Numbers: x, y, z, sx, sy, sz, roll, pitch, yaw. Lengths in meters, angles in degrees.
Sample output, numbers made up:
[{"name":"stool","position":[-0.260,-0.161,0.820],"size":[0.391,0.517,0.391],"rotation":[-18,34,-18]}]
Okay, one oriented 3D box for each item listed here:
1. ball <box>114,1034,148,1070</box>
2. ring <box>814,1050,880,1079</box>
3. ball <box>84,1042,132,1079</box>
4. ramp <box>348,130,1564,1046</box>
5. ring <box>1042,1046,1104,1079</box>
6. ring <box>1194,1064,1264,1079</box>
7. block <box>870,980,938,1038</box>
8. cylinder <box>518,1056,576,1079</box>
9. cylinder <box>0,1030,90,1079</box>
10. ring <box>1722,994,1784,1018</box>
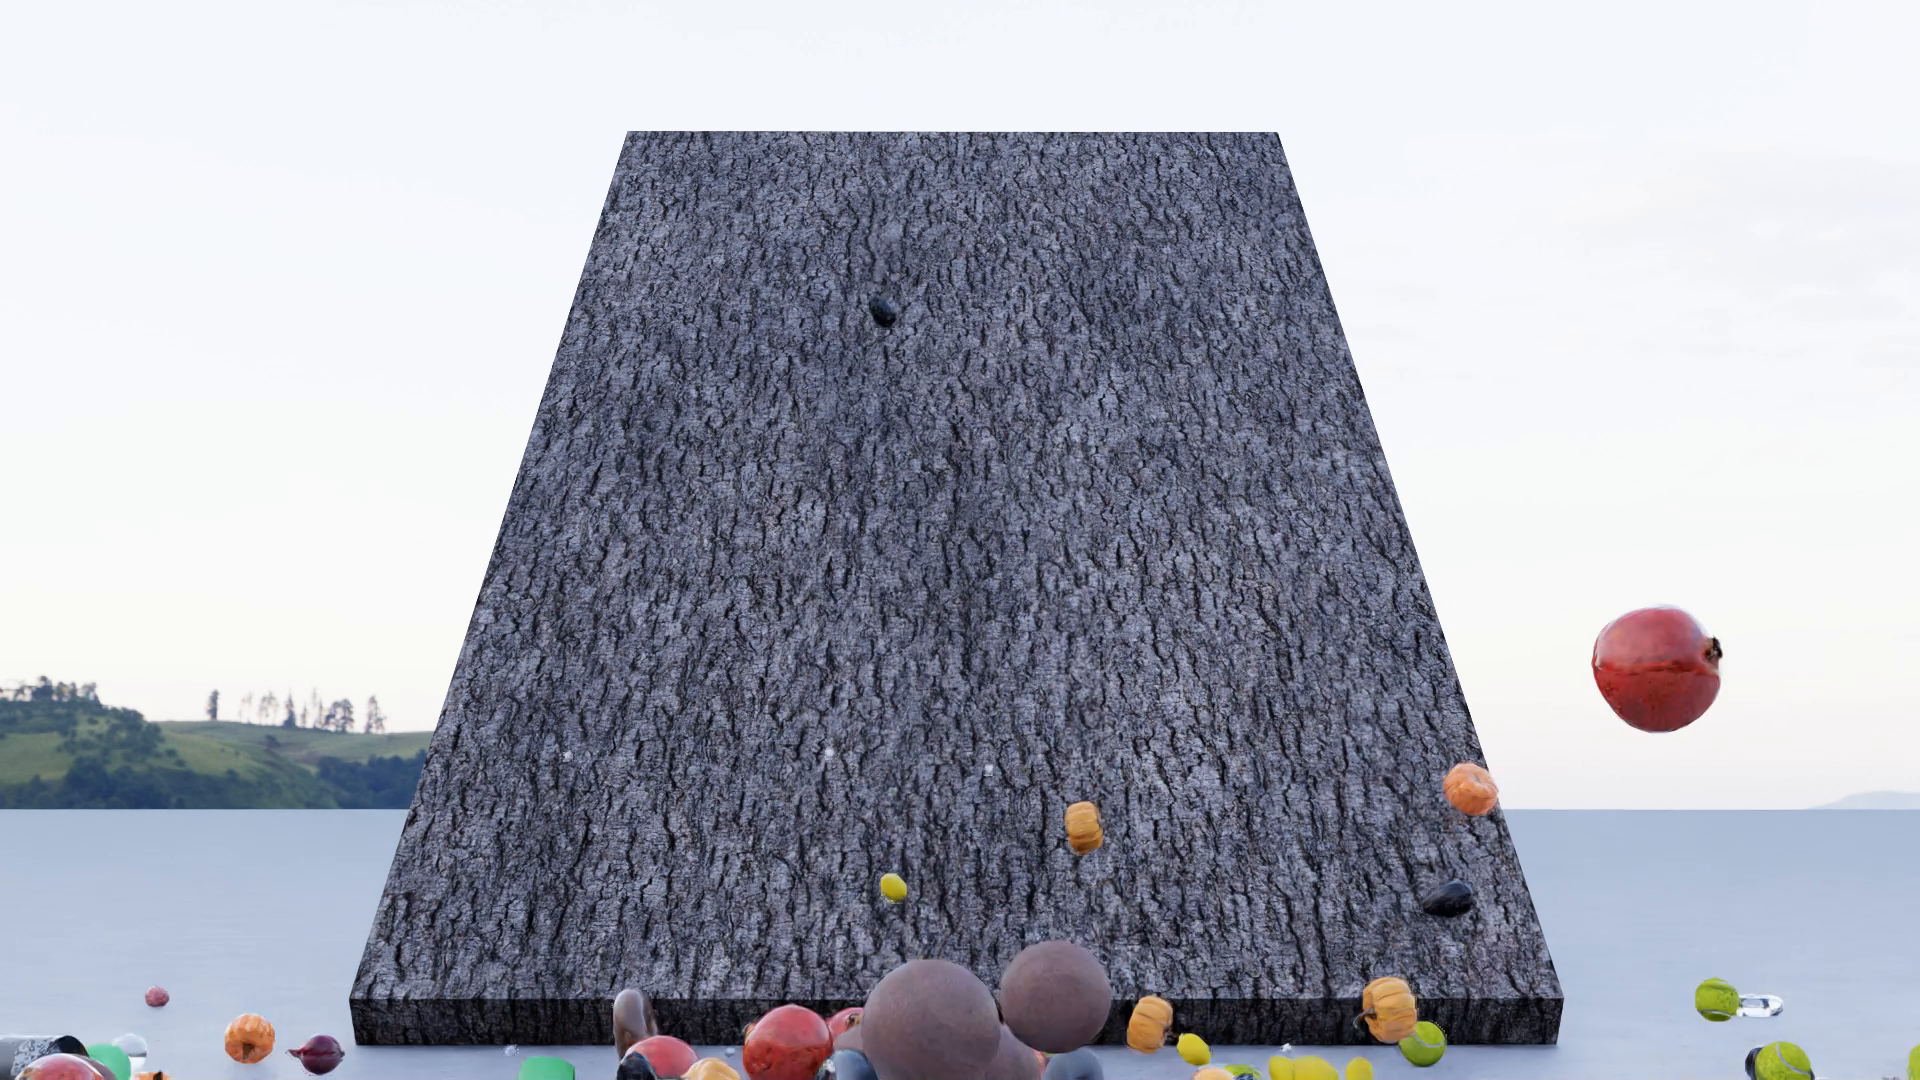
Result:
[{"name":"ball","position":[-1.249,0.770,3.634],"size":[0.055,0.055,0.055],"rotation":[0,-6,0]},{"name":"ring","position":[-0.120,0.597,2.494],"size":[0.048,0.143,0.143],"rotation":[11,-10,-23]},{"name":"ball","position":[-1.154,0.715,3.249],"size":[0.077,0.077,0.077],"rotation":[0,-6,0]},{"name":"ramp","position":[-0.013,-0.208,5.732],"size":[2.000,0.100,4.000],"rotation":[0,30,0]},{"name":"ring","position":[0.133,0.655,2.861],"size":[0.036,0.109,0.109],"rotation":[-1,-5,39]},{"name":"ring","position":[0.378,0.757,3.403],"size":[0.098,0.033,0.098],"rotation":[-1,-5,0]},{"name":"block","position":[-0.083,0.687,3.543],"size":[0.058,0.058,0.058],"rotation":[-15,25,47]},{"name":"cylinder","position":[-0.503,0.669,2.925],"size":[0.066,0.066,0.066],"rotation":[3,-36,2]},{"name":"cylinder","position":[-1.212,0.698,3.179],"size":[0.091,0.091,0.091],"rotation":[4,-4,28]},{"name":"ring","position":[1.503,0.883,4.584],"size":[0.112,0.037,0.112],"rotation":[-1,-7,0]}]
